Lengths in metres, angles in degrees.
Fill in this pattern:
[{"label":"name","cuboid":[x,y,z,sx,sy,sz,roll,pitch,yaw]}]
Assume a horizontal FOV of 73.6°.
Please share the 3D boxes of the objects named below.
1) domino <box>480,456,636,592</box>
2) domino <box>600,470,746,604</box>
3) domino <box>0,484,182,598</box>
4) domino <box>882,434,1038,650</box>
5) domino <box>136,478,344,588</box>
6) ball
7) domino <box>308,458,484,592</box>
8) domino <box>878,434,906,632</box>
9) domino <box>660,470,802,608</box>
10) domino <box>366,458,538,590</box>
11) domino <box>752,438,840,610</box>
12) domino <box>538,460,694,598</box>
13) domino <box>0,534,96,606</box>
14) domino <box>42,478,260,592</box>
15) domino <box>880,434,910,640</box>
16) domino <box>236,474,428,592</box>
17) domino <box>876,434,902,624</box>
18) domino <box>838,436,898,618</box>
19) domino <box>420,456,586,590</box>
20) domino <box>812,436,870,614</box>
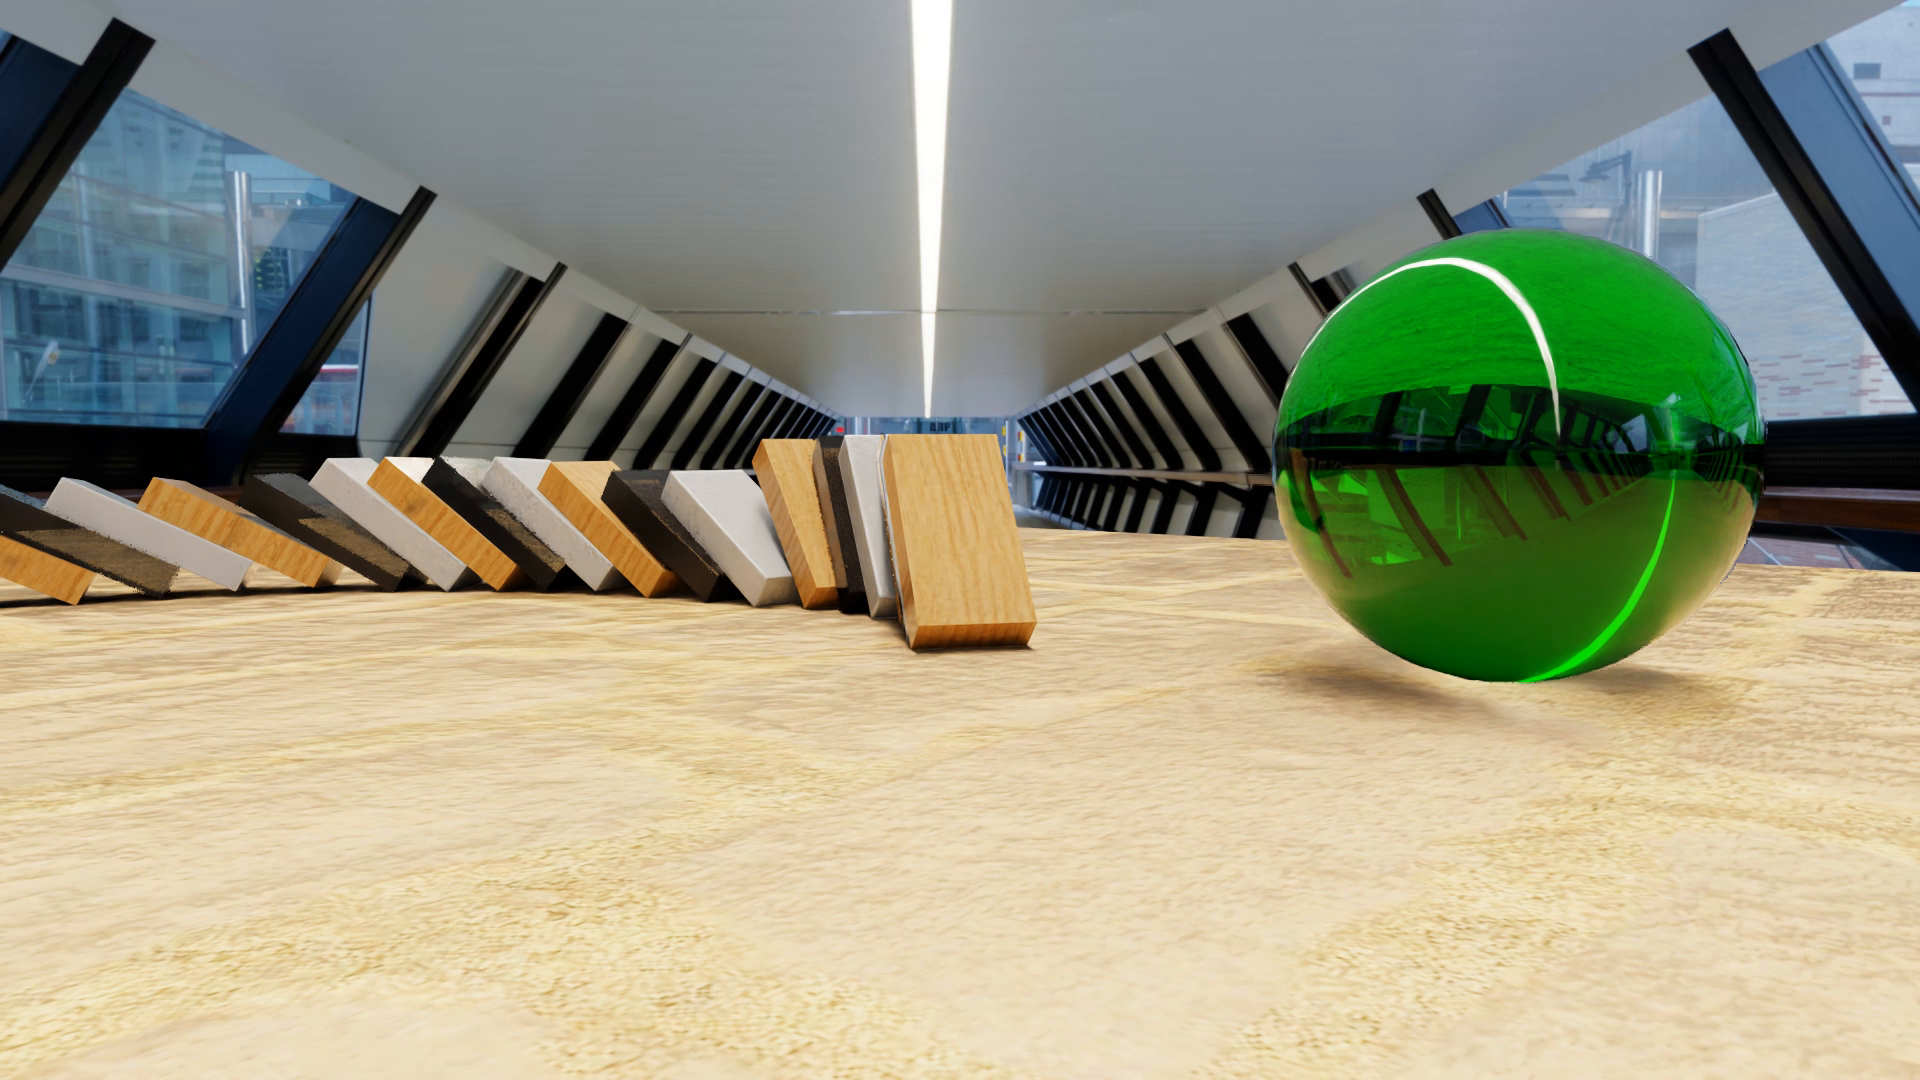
[{"label":"domino","cuboid":[-0.114,-0.005,0.377,0.050,0.009,0.025,40,13,14]},{"label":"domino","cuboid":[-0.076,-0.002,0.362,0.050,0.009,0.025,40,25,26]},{"label":"domino","cuboid":[-0.240,0.000,0.349,0.050,0.010,0.025,30,-11,-26]},{"label":"domino","cuboid":[-0.001,-0.001,0.278,0.025,0.050,0.010,-1,-35,-14]},{"label":"domino","cuboid":[-0.206,-0.002,0.370,0.050,0.010,0.025,27,-6,-12]},{"label":"ball","cuboid":[0.096,-0.015,0.228,0.080,0.080,0.080,0,4,0]},{"label":"domino","cuboid":[-0.163,-0.005,0.379,0.050,0.010,0.025,38,4,-1]},{"label":"domino","cuboid":[-0.003,-0.003,0.303,0.025,0.050,0.009,-1,-35,-14]},{"label":"domino","cuboid":[-0.058,-0.001,0.354,0.025,0.010,0.050,-5,39,-47]},{"label":"domino","cuboid":[-0.147,-0.005,0.380,0.050,0.010,0.025,38,7,4]},{"label":"domino","cuboid":[-0.036,-0.005,0.346,0.025,0.050,0.010,-3,-36,-32]},{"label":"domino","cuboid":[-0.096,-0.004,0.371,0.050,0.009,0.025,41,21,19]},{"label":"domino","cuboid":[-0.256,0.001,0.337,0.050,0.010,0.025,30,-11,-28]},{"label":"domino","cuboid":[-0.225,-0.001,0.360,0.050,0.010,0.025,29,-11,-21]},{"label":"domino","cuboid":[-0.002,-0.002,0.291,0.025,0.050,0.009,-1,-35,-14]},{"label":"domino","cuboid":[-0.182,-0.003,0.377,0.050,0.010,0.025,30,2,-4]},{"label":"domino","cuboid":[-0.005,-0.003,0.315,0.025,0.050,0.010,-1,-35,-14]},{"label":"domino","cuboid":[-0.014,-0.004,0.326,0.025,0.050,0.010,-2,-35,-20]},{"label":"domino","cuboid":[-0.131,-0.005,0.379,0.050,0.010,0.025,39,8,8]},{"label":"domino","cuboid":[-0.022,-0.005,0.337,0.025,0.050,0.010,-1,-35,-20]}]
